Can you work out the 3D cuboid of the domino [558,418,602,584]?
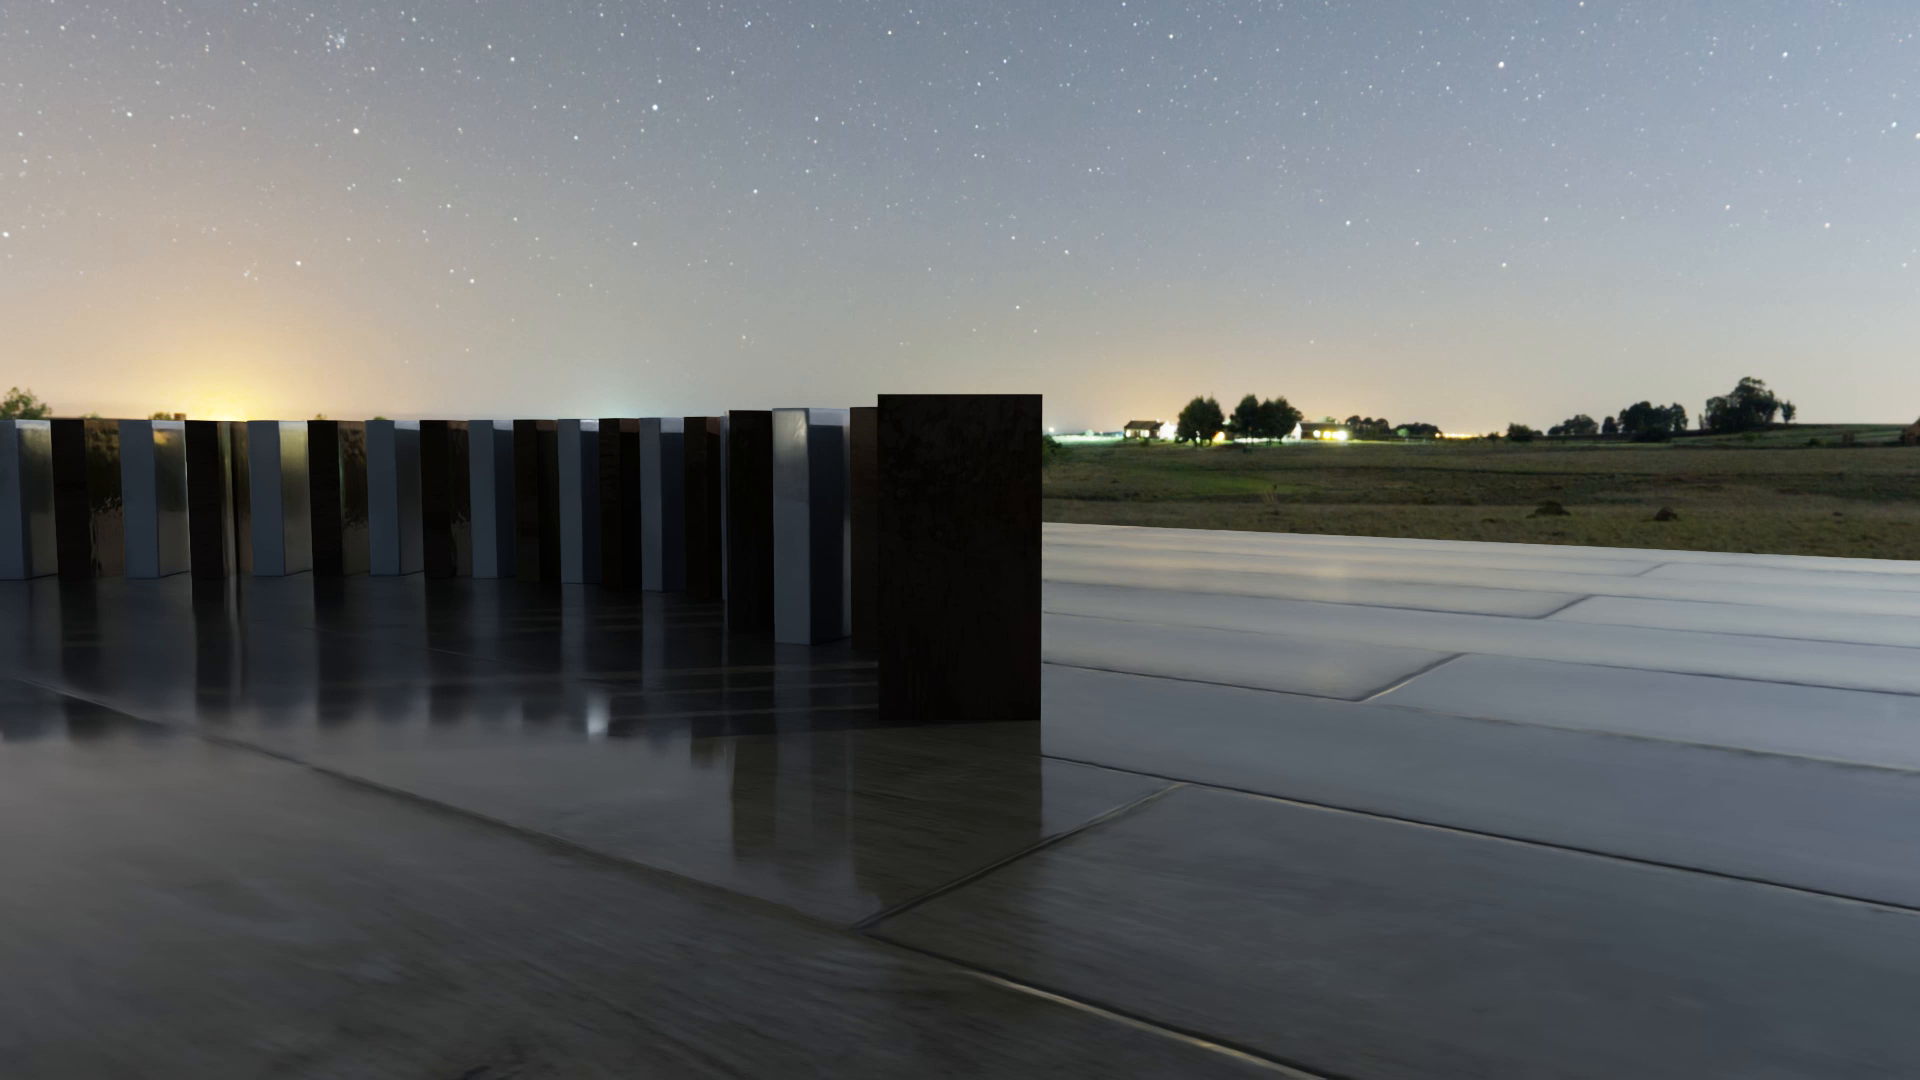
[{"bbox_3d":[-0.112,-0.012,0.399,0.009,0.050,0.025,3,5,30],"label":"domino"}]

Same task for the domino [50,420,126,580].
[{"bbox_3d":[-0.279,-0.013,0.412,0.009,0.050,0.025,-1,4,-10],"label":"domino"}]

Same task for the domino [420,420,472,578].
[{"bbox_3d":[-0.165,-0.014,0.420,0.010,0.050,0.025,1,4,9],"label":"domino"}]

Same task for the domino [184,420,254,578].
[{"bbox_3d":[-0.241,-0.014,0.418,0.009,0.050,0.025,-1,4,-9],"label":"domino"}]

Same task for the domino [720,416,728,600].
[{"bbox_3d":[-0.052,-0.009,0.352,0.025,0.050,0.009,-3,5,-34],"label":"domino"}]

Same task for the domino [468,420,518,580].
[{"bbox_3d":[-0.146,-0.014,0.416,0.009,0.050,0.025,1,5,19],"label":"domino"}]

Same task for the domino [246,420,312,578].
[{"bbox_3d":[-0.222,-0.014,0.421,0.009,0.050,0.025,0,4,-5],"label":"domino"}]

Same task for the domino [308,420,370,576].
[{"bbox_3d":[-0.203,-0.014,0.422,0.010,0.050,0.025,0,4,-2],"label":"domino"}]

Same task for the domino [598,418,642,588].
[{"bbox_3d":[-0.096,-0.012,0.389,0.010,0.050,0.025,3,5,36],"label":"domino"}]

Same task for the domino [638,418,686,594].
[{"bbox_3d":[-0.081,-0.011,0.377,0.009,0.050,0.025,3,6,39],"label":"domino"}]

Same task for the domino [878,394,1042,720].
[{"bbox_3d":[0.000,0.002,0.201,0.025,0.050,0.009,0,4,0],"label":"domino"}]

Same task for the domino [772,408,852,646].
[{"bbox_3d":[-0.029,-0.004,0.281,0.010,0.050,0.025,2,5,30],"label":"domino"}]

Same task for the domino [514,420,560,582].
[{"bbox_3d":[-0.129,-0.013,0.408,0.010,0.050,0.025,2,5,26],"label":"domino"}]

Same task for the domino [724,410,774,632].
[{"bbox_3d":[-0.041,-0.005,0.296,0.025,0.050,0.009,-1,4,-16],"label":"domino"}]

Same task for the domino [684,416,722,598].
[{"bbox_3d":[-0.065,-0.010,0.365,0.009,0.050,0.025,3,5,38],"label":"domino"}]

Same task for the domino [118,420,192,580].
[{"bbox_3d":[-0.260,-0.014,0.415,0.009,0.050,0.025,-1,4,-10],"label":"domino"}]

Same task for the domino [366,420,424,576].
[{"bbox_3d":[-0.184,-0.014,0.422,0.009,0.050,0.025,0,4,2],"label":"domino"}]

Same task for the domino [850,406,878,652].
[{"bbox_3d":[-0.012,-0.003,0.273,0.009,0.050,0.025,3,5,31],"label":"domino"}]

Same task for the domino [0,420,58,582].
[{"bbox_3d":[-0.298,-0.013,0.408,0.009,0.050,0.025,-1,4,-10],"label":"domino"}]
